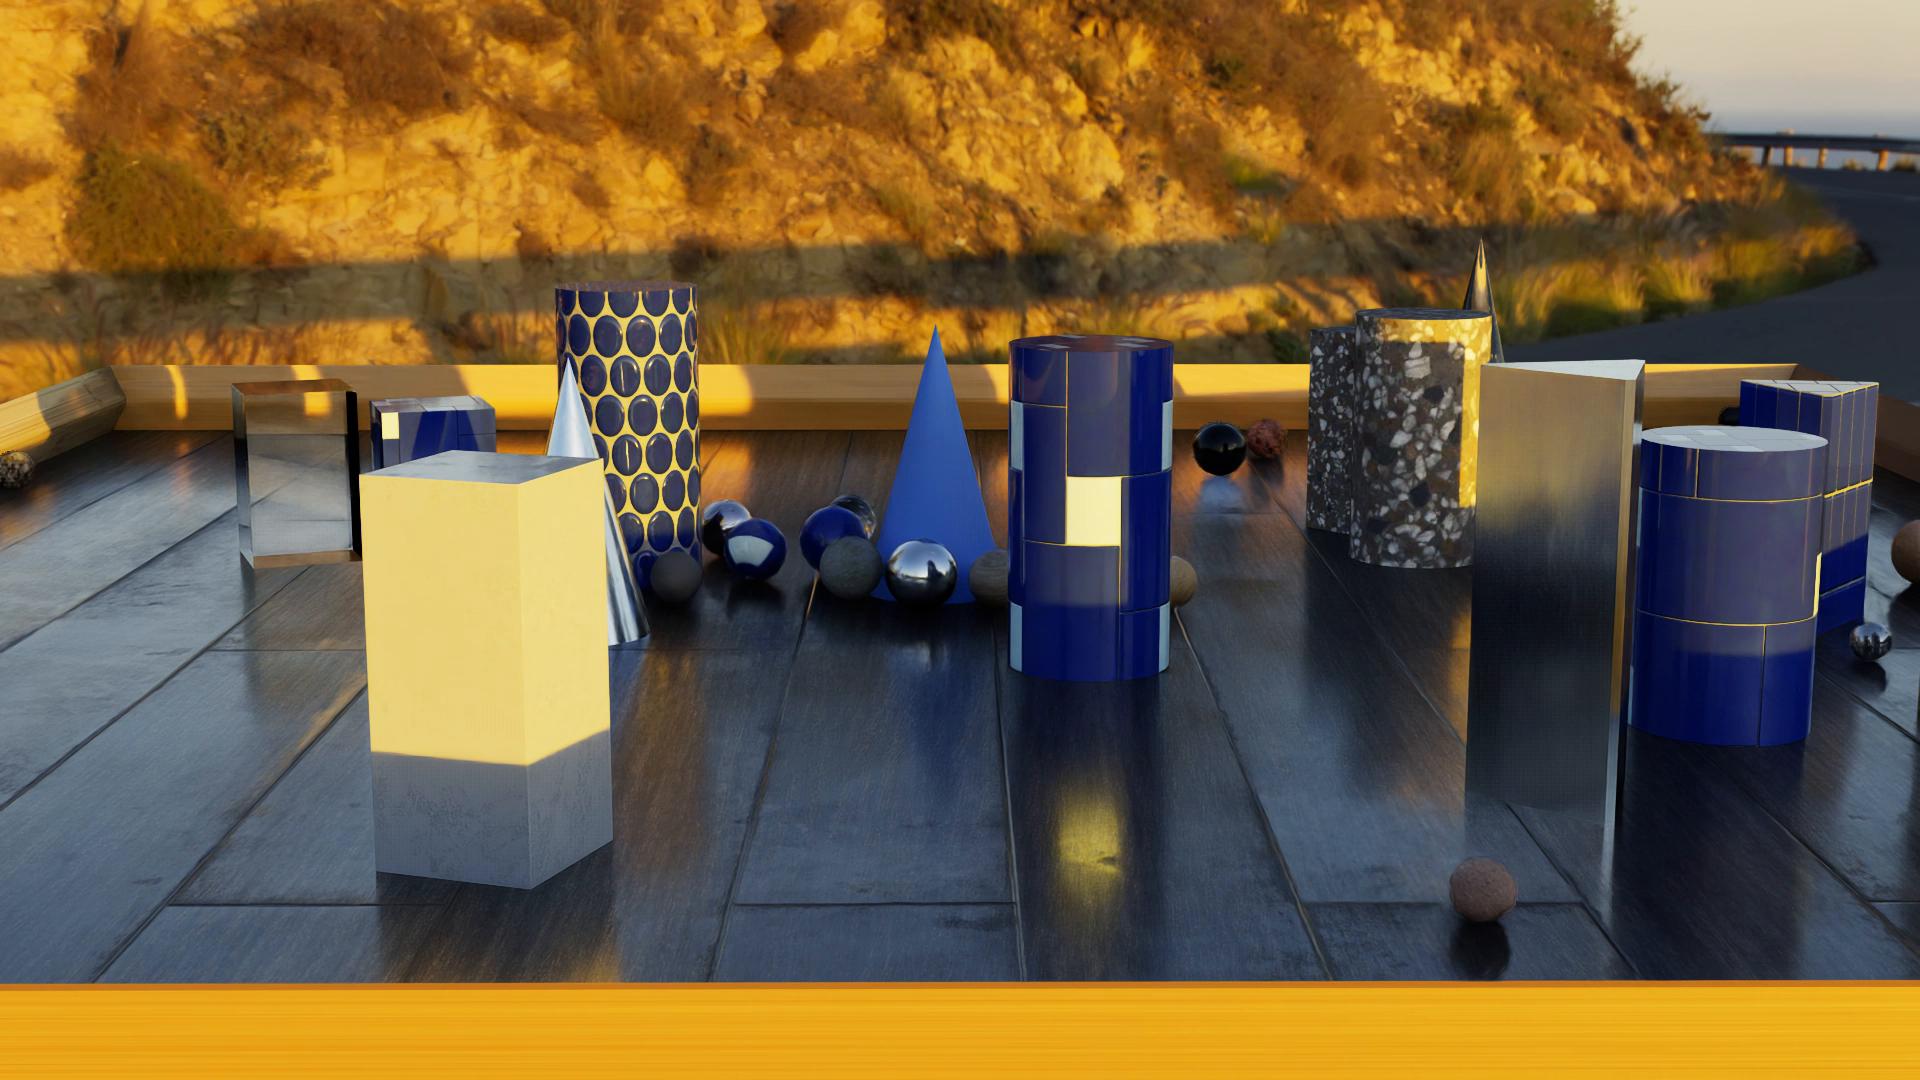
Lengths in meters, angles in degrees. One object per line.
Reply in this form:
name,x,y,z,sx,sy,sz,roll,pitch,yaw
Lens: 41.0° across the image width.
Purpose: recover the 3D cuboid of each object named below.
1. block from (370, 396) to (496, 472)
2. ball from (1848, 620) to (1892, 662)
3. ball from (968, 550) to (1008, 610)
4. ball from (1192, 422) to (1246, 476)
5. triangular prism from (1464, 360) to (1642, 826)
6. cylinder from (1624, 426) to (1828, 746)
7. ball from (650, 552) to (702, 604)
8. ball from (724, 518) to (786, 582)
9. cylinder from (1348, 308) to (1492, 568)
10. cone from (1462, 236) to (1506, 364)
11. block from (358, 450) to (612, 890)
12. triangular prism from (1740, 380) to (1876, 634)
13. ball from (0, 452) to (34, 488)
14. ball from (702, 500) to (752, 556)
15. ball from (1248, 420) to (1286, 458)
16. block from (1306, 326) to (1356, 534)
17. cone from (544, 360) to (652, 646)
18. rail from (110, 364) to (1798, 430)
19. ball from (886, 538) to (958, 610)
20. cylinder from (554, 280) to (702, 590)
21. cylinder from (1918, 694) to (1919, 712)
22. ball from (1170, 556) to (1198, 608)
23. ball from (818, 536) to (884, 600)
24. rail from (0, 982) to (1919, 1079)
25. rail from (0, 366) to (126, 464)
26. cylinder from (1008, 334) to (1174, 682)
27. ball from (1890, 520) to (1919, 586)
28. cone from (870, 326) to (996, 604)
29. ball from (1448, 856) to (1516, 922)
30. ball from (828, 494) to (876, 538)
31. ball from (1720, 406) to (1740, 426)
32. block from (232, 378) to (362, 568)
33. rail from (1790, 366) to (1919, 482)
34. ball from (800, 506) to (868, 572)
block,-0.768,-0.078,3.751,0.160,0.242,0.160,-4,11,-19
ball,1.128,0.125,3.178,0.050,0.050,0.050,0,10,0
ball,0.052,0.054,3.479,0.081,0.081,0.081,0,10,0
ball,0.467,-0.163,4.614,0.095,0.095,0.095,0,10,0
triangular prism,0.628,0.043,2.564,0.150,0.435,0.173,-9,14,-41
cylinder,0.849,0.047,2.848,0.200,0.323,0.200,0,10,0
ball,-0.389,0.052,3.517,0.071,0.071,0.071,0,10,0
ball,-0.293,0.014,3.670,0.090,0.090,0.090,0,10,0
cylinder,0.686,-0.156,3.832,0.200,0.365,0.200,0,10,0
cone,0.876,-0.293,4.354,0.200,0.445,0.200,0,10,0
block,-0.433,0.114,2.365,0.160,0.367,0.160,4,11,19
triangular prism,1.102,-0.051,3.408,0.150,0.313,0.173,8,13,38
ball,-1.650,-0.121,4.476,0.062,0.062,0.062,0,10,0
ball,-0.352,-0.018,3.856,0.085,0.085,0.085,0,10,0
ball,0.576,-0.189,4.818,0.072,0.072,0.072,0,10,0
block,0.667,-0.176,4.072,0.160,0.316,0.160,-9,14,-40
cone,-0.501,-0.058,3.316,0.200,0.359,0.200,0,10,0
rail,-0.010,-0.285,5.174,3.414,0.130,0.045,0,10,0
ball,-0.052,0.046,3.472,0.099,0.099,0.099,0,10,0
cylinder,-0.472,-0.153,3.664,0.200,0.420,0.200,0,10,0
cylinder,1.192,0.026,2.876,0.200,0.355,0.200,0,10,0
ball,0.286,0.058,3.483,0.072,0.072,0.072,0,10,0
ball,-0.150,0.038,3.543,0.089,0.089,0.089,0,10,0
rail,0.010,0.352,1.723,3.414,0.130,0.045,0,10,0
rail,-1.683,0.035,3.439,0.045,0.130,3.557,0,10,0
cylinder,0.158,-0.043,3.136,0.200,0.396,0.200,0,10,0
ball,1.369,0.017,3.635,0.095,0.095,0.095,0,10,0
cone,-0.034,-0.115,3.582,0.200,0.375,0.200,0,10,0
ball,0.449,0.301,2.209,0.056,0.056,0.056,0,10,0
ball,-0.169,-0.028,3.924,0.081,0.081,0.081,0,10,0
ball,1.555,-0.242,5.162,0.052,0.052,0.052,0,10,0
block,-0.993,-0.102,3.843,0.160,0.256,0.160,-4,11,-22
rail,1.683,0.032,3.458,0.045,0.130,3.557,0,10,0
ball,-0.183,0.001,3.713,0.100,0.100,0.100,0,10,0
